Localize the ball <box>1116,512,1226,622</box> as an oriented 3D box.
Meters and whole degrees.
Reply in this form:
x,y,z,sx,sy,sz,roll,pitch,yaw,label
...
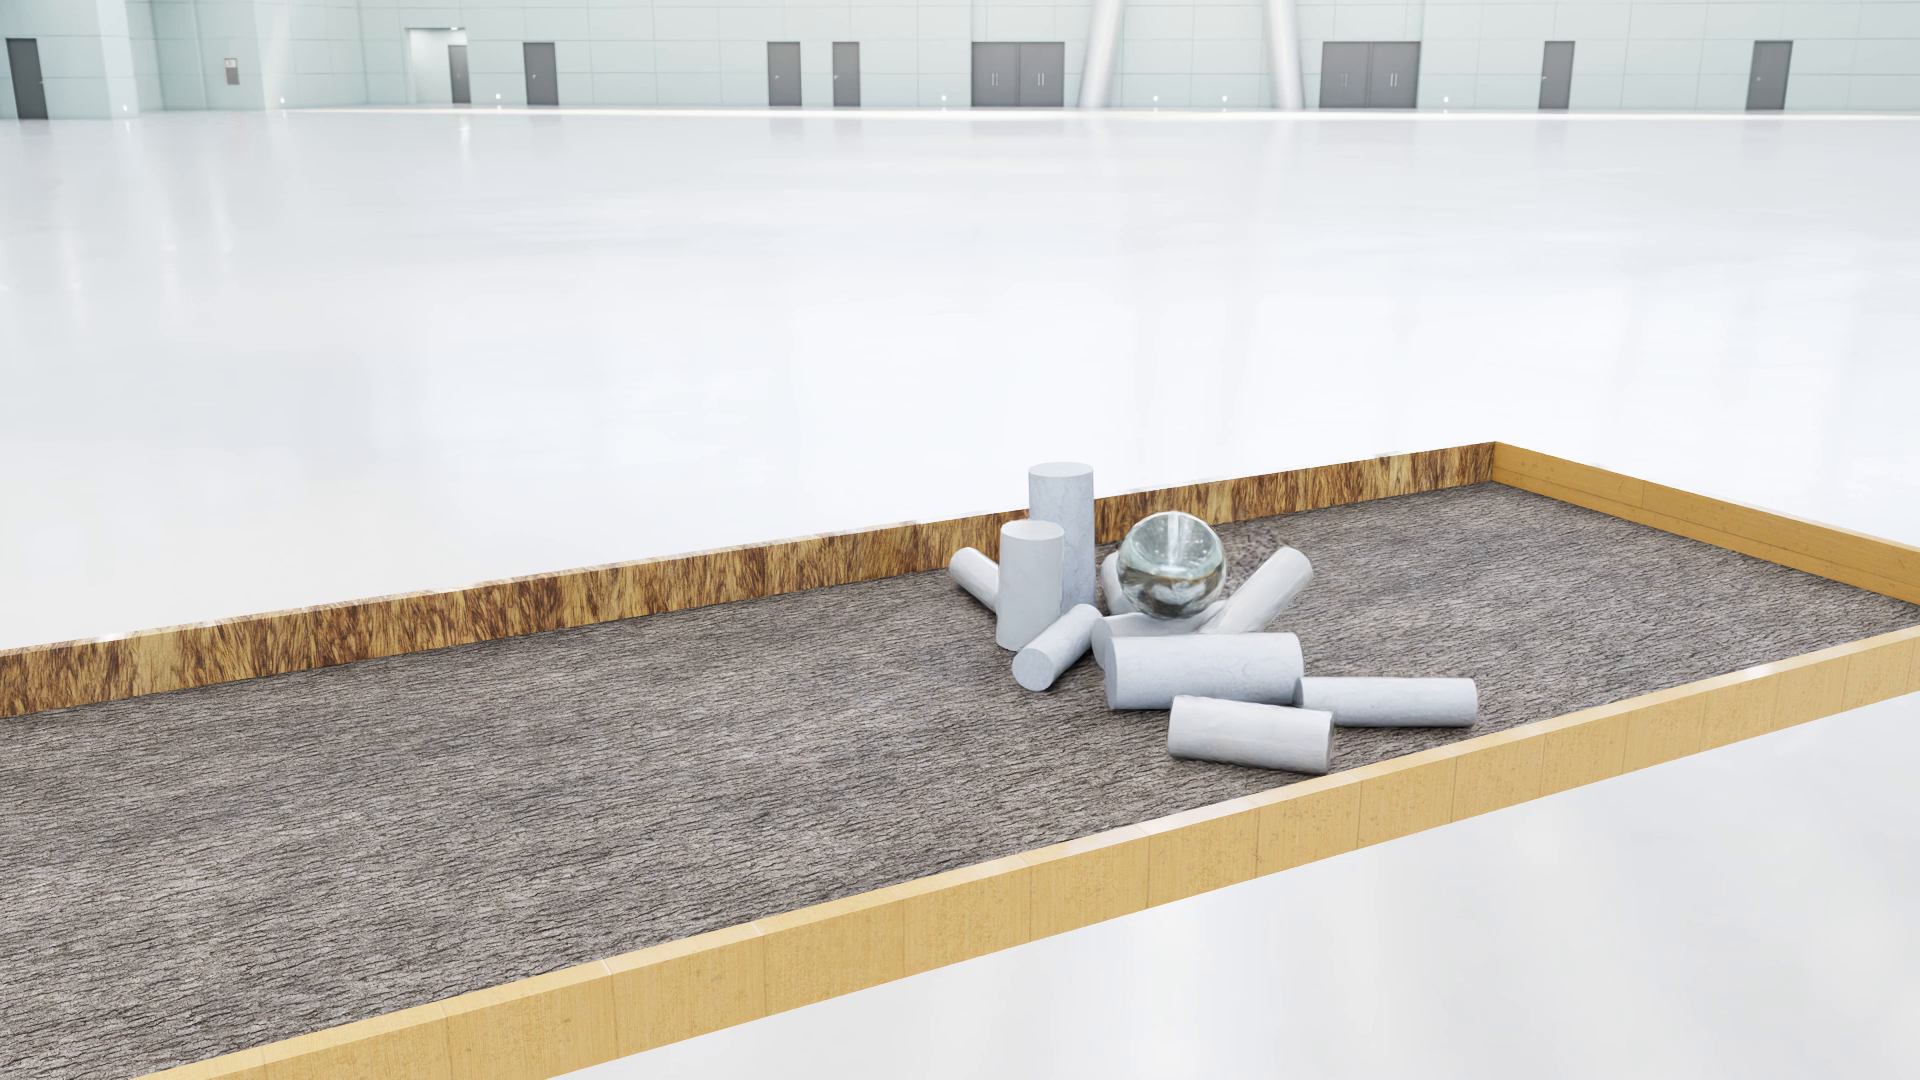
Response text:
x,y,z,sx,sy,sz,roll,pitch,yaw,label
0.535,0.067,4.173,0.278,0.278,0.278,0,16,0,ball

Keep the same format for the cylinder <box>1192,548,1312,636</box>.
x,y,z,sx,sy,sz,roll,pitch,yaw,label
0.748,0.173,4.233,0.113,0.113,0.429,13,38,38,cylinder

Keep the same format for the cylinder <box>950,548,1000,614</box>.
x,y,z,sx,sy,sz,roll,pitch,yaw,label
0.083,0.123,4.737,0.114,0.114,0.351,-6,17,-20,cylinder

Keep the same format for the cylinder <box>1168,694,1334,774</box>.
x,y,z,sx,sy,sz,roll,pitch,yaw,label
0.644,0.429,3.649,0.342,0.138,0.138,5,17,17,cylinder

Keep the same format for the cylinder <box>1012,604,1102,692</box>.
x,y,z,sx,sy,sz,roll,pitch,yaw,label
0.257,0.272,4.232,0.112,0.112,0.375,7,18,23,cylinder

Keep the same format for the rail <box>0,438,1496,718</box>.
x,y,z,sx,sy,sz,roll,pitch,yaw,label
-3.305,0.497,3.399,12.000,0.150,0.050,-9,18,-27,rail

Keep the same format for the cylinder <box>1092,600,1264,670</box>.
x,y,z,sx,sy,sz,roll,pitch,yaw,label
0.567,0.242,4.290,0.435,0.136,0.136,-6,18,-21,cylinder

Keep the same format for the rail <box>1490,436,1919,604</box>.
x,y,z,sx,sy,sz,roll,pitch,yaw,label
2.466,-0.048,5.253,0.050,0.150,2.100,-9,18,-27,rail

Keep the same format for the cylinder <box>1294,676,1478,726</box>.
x,y,z,sx,sy,sz,roll,pitch,yaw,label
0.994,0.379,3.863,0.400,0.114,0.114,0,16,1,cylinder

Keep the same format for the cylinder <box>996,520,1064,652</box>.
x,y,z,sx,sy,sz,roll,pitch,yaw,label
0.186,0.122,4.368,0.167,0.315,0.167,2,19,-1,cylinder

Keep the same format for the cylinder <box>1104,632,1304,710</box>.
x,y,z,sx,sy,sz,roll,pitch,yaw,label
0.585,0.315,3.976,0.446,0.174,0.174,-1,16,-5,cylinder

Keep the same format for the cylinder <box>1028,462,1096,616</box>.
x,y,z,sx,sy,sz,roll,pitch,yaw,label
0.284,0.006,4.579,0.180,0.418,0.180,-2,16,1,cylinder

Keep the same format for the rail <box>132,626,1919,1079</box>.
x,y,z,sx,sy,sz,roll,pitch,yaw,label
-2.336,1.006,1.665,12.000,0.150,0.050,-9,18,-27,rail

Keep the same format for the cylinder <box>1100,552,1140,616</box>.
x,y,z,sx,sy,sz,roll,pitch,yaw,label
0.476,0.146,4.615,0.137,0.137,0.362,0,16,0,cylinder
